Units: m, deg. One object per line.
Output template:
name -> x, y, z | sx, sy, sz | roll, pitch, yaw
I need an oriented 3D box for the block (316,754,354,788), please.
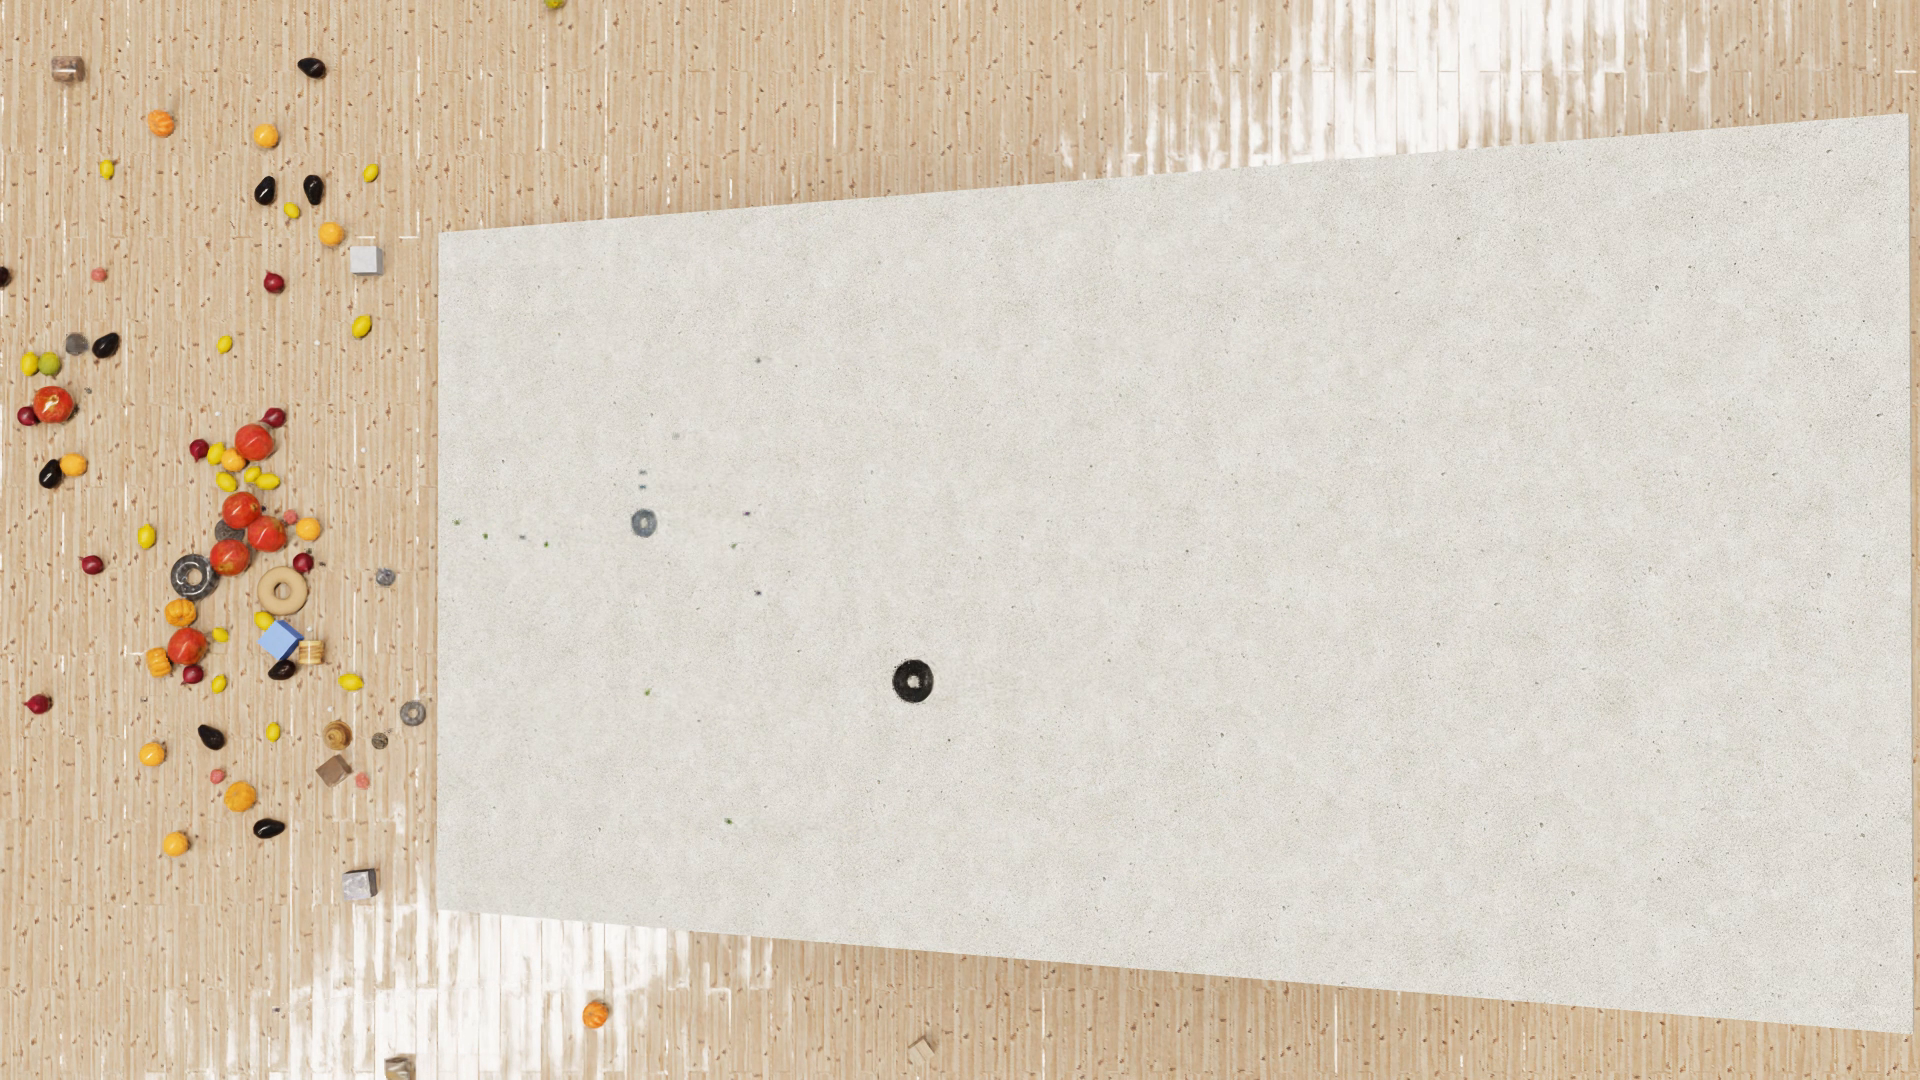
block -> -1.863, 0.689, 6.551 | 0.069, 0.069, 0.069 | -38, 89, 0

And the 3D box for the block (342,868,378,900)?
block -> -1.786, 1.024, 6.542 | 0.078, 0.078, 0.078 | -6, 89, 0

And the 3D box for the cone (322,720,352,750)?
cone -> -1.865, 0.585, 6.541 | 0.090, 0.090, 0.090 | 0, 89, 0

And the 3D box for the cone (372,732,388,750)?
cone -> -1.738, 0.602, 6.561 | 0.051, 0.051, 0.051 | 0, 89, 0

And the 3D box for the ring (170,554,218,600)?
ring -> -2.288, 0.110, 6.569 | 0.141, 0.047, 0.141 | 0, 90, 0

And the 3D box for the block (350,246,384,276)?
block -> -1.771, -0.832, 6.564 | 0.077, 0.077, 0.077 | -1, 89, 0

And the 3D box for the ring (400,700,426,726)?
ring -> -1.635, 0.519, 6.574 | 0.080, 0.027, 0.080 | 0, 91, -2

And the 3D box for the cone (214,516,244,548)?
cone -> -2.190, -0.024, 6.547 | 0.092, 0.092, 0.092 | 0, 89, 0

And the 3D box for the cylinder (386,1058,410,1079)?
cylinder -> -1.673, 1.583, 6.540 | 0.070, 0.070, 0.070 | 0, 89, 0

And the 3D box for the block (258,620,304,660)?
block -> -2.022, 0.298, 6.548 | 0.084, 0.084, 0.084 | 40, 90, 0

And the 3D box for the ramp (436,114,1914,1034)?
ramp -> 0.281, 0.081, 5.683 | 4.000, 0.100, 2.000 | 0, 89, 26

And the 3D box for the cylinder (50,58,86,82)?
cylinder -> -2.666, -1.405, 6.572 | 0.073, 0.073, 0.073 | -1, 89, 0

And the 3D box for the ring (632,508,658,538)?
ring -> -0.886, -0.048, 6.173 | 0.083, 0.028, 0.083 | 0, 91, 26

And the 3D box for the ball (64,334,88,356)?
ball -> -2.640, -0.583, 6.566 | 0.066, 0.066, 0.066 | 0, 89, 0

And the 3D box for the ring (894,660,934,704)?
ring -> -0.122, 0.372, 5.796 | 0.116, 0.039, 0.116 | 0, 90, 25

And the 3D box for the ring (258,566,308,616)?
ring -> -2.024, 0.152, 6.567 | 0.149, 0.050, 0.149 | 0, 90, -1

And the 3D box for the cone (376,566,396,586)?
cone -> -1.723, 0.117, 6.554 | 0.061, 0.061, 0.061 | 1, 105, 4

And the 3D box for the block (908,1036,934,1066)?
block -> -0.115, 1.520, 6.547 | 0.057, 0.057, 0.057 | -36, 89, 0
